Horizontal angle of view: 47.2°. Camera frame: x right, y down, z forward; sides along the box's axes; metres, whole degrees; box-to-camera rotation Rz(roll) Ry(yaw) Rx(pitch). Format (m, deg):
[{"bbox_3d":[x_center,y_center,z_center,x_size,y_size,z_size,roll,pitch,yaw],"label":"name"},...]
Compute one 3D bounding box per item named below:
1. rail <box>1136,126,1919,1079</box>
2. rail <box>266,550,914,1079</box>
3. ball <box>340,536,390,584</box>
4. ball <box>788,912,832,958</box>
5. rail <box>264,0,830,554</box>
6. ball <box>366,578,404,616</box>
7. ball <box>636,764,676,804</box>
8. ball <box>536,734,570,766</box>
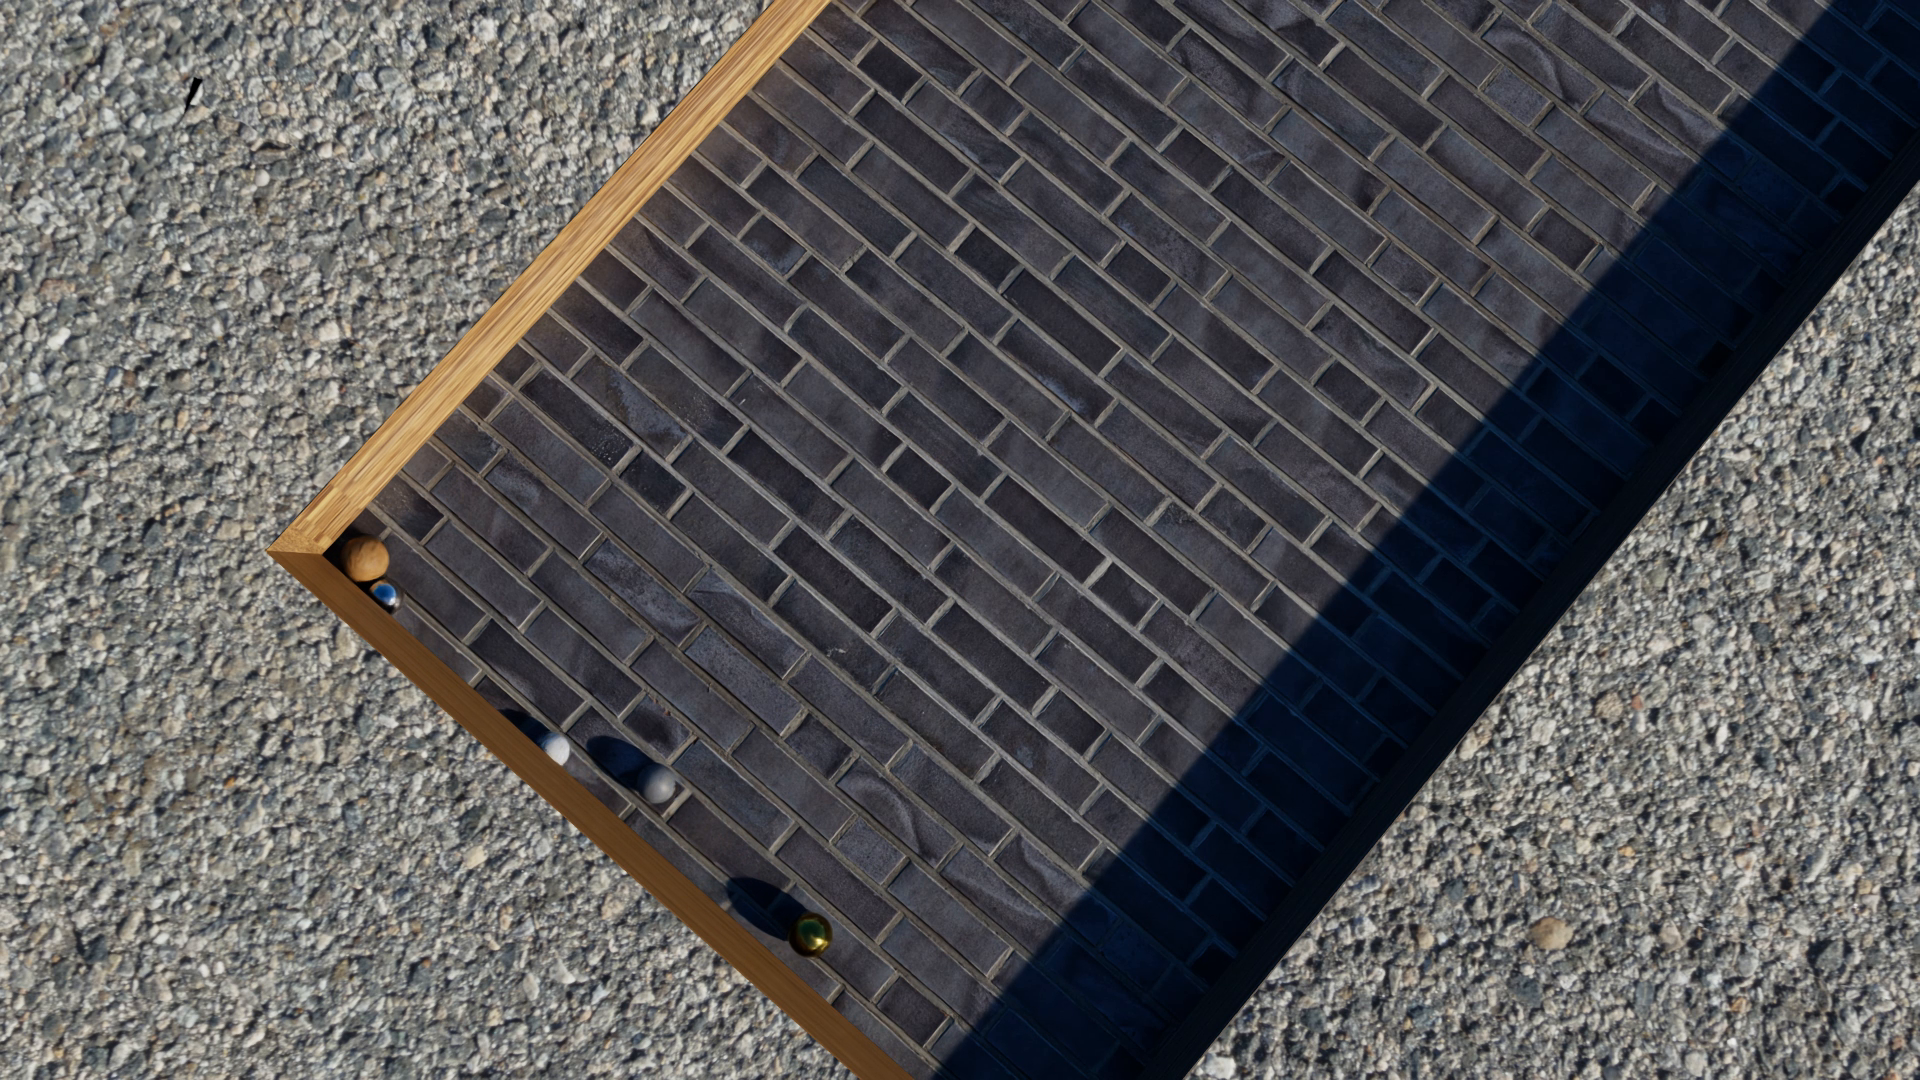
[{"bbox_3d":[0.991,-0.053,3.261,0.045,0.125,2.725,40,83,6],"label":"rail"},{"bbox_3d":[-0.428,0.486,3.169,1.489,0.125,0.045,40,83,6],"label":"rail"},{"bbox_3d":[-0.887,0.029,3.275,0.071,0.071,0.071,0,80,0],"label":"ball"},{"bbox_3d":[-0.217,0.572,3.186,0.065,0.065,0.065,0,80,0],"label":"ball"},{"bbox_3d":[-0.103,-0.978,3.420,0.045,0.125,2.725,40,83,6],"label":"rail"},{"bbox_3d":[-0.856,0.085,3.273,0.056,0.056,0.056,0,80,0],"label":"ball"},{"bbox_3d":[-0.445,0.357,3.226,0.058,0.058,0.058,0,80,0],"label":"ball"},{"bbox_3d":[-0.600,0.310,3.238,0.051,0.051,0.051,0,80,0],"label":"ball"}]
